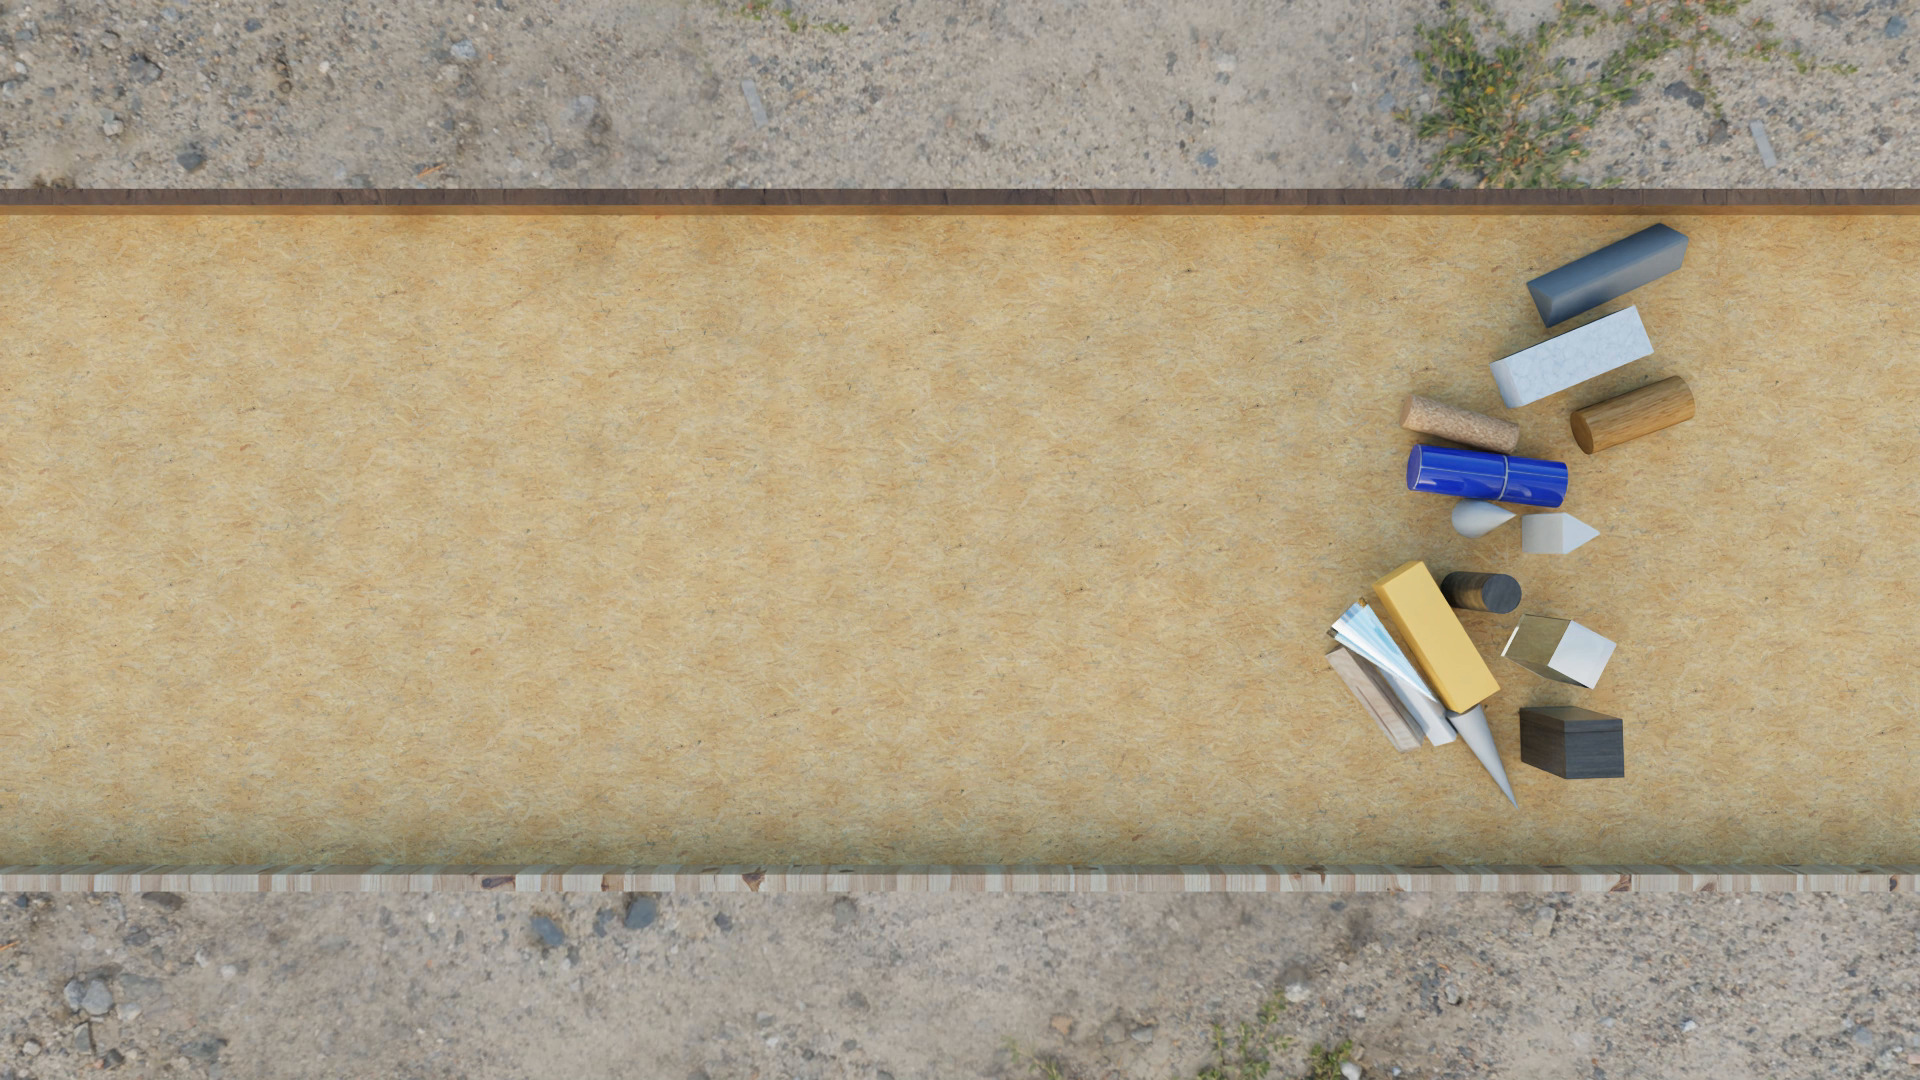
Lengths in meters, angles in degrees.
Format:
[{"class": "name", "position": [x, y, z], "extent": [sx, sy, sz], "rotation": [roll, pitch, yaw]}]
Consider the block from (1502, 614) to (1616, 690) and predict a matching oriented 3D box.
[{"class": "block", "position": [1.763, 0.325, 4.874], "extent": [0.145, 0.404, 0.145], "rotation": [28, 90, 0]}]

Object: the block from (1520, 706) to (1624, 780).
[{"class": "block", "position": [1.808, 0.596, 4.888], "extent": [0.167, 0.378, 0.167], "rotation": [-2, 90, 0]}]

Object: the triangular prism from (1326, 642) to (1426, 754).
[{"class": "triangular prism", "position": [1.276, 0.477, 5.033], "extent": [0.096, 0.083, 0.383], "rotation": [-38, 90, 0]}]

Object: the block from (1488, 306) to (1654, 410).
[{"class": "block", "position": [1.850, -0.552, 5.001], "extent": [0.420, 0.152, 0.152], "rotation": [-22, 90, 0]}]

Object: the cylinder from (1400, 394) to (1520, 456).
[{"class": "cylinder", "position": [1.521, -0.350, 5.025], "extent": [0.336, 0.103, 0.103], "rotation": [16, 90, 0]}]

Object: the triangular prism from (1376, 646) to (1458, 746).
[{"class": "triangular prism", "position": [1.404, 0.479, 5.034], "extent": [0.093, 0.080, 0.316], "rotation": [-36, 90, 0]}]

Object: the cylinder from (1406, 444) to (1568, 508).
[{"class": "cylinder", "position": [1.597, -0.194, 5.006], "extent": [0.445, 0.142, 0.142], "rotation": [7, 90, 0]}]

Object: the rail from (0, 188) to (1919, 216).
[{"class": "rail", "position": [-2.247, -1.025, 5.002], "extent": [12.000, 0.150, 0.050], "rotation": [0, 90, 0]}]

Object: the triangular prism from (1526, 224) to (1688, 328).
[{"class": "triangular prism", "position": [1.978, -0.813, 5.007], "extent": [0.449, 0.132, 0.153], "rotation": [-24, 90, 0]}]

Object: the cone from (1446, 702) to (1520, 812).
[{"class": "cone", "position": [1.628, 0.677, 5.049], "extent": [0.109, 0.109, 0.387], "rotation": [-30, 98, 0]}]

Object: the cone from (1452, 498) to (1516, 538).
[{"class": "cone", "position": [1.569, -0.070, 4.850], "extent": [0.128, 0.449, 0.128], "rotation": [0, 90, 2]}]

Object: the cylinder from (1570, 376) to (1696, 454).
[{"class": "cylinder", "position": [2.040, -0.379, 5.006], "extent": [0.324, 0.141, 0.141], "rotation": [-19, 90, 0]}]

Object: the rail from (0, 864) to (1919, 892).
[{"class": "rail", "position": [-2.247, 1.025, 5.001], "extent": [12.000, 0.150, 0.050], "rotation": [0, 90, 0]}]

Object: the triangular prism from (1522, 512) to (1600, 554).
[{"class": "triangular prism", "position": [1.758, -0.034, 4.903], "extent": [0.118, 0.348, 0.102], "rotation": [-30, 90, 0]}]

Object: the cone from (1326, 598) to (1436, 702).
[{"class": "cone", "position": [1.293, 0.356, 4.959], "extent": [0.156, 0.156, 0.374], "rotation": [-45, 77, 0]}]

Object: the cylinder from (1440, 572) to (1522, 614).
[{"class": "cylinder", "position": [1.536, 0.153, 4.877], "extent": [0.114, 0.399, 0.114], "rotation": [0, 90, 0]}]

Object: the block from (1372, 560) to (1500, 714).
[{"class": "block", "position": [1.441, 0.291, 5.007], "extent": [0.139, 0.139, 0.449], "rotation": [-32, 90, 0]}]
